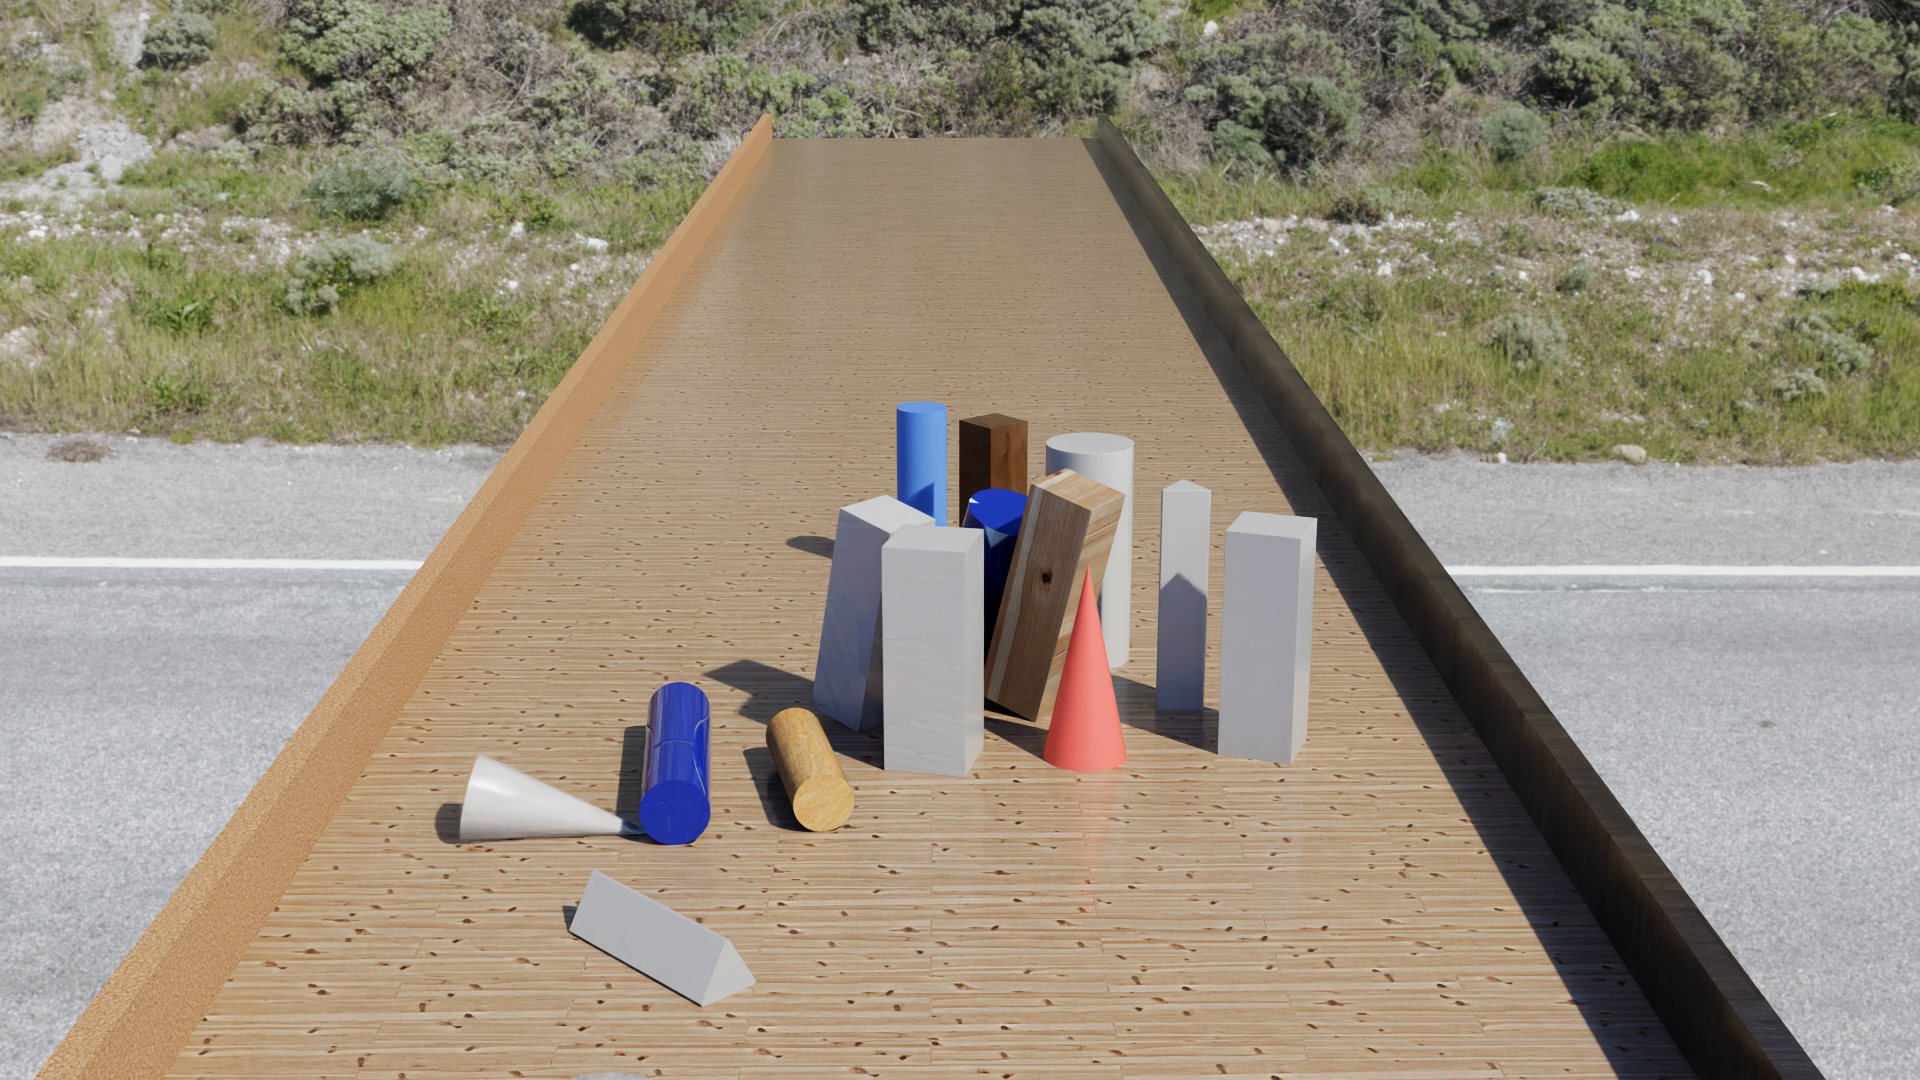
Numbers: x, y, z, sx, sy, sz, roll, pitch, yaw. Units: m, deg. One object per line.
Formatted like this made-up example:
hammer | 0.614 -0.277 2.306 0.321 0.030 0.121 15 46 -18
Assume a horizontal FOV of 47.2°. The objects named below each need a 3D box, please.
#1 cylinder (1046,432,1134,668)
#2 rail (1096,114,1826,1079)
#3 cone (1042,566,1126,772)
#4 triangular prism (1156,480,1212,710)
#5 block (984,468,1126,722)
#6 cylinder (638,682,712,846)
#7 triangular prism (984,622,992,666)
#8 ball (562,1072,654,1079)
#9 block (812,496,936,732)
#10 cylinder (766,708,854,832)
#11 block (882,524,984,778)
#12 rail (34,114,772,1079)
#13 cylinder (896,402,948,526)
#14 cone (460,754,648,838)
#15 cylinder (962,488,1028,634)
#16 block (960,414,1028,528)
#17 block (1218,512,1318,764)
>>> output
cylinder | 0.255 0.022 4.374 0.174 0.443 0.174 0 17 0
rail | 0.932 -0.844 7.801 0.050 0.150 12.000 0 17 -1
cone | 0.223 0.213 3.879 0.150 0.360 0.150 0 17 0
triangular prism | 0.416 0.103 4.130 0.090 0.428 0.078 0 17 1
block | 0.168 0.103 4.077 0.130 0.439 0.130 25 26 25
cylinder | -0.484 0.375 3.765 0.115 0.115 0.455 -2 17 -6
triangular prism | 0.013 0.171 4.094 0.080 0.339 0.093 -40 62 -8
ball | -0.376 0.711 2.322 0.293 0.293 0.293 0 17 0
block | -0.161 0.135 4.033 0.123 0.404 0.123 26 28 34
cylinder | -0.259 0.387 3.745 0.101 0.101 0.311 -4 17 -13
block | -0.046 0.193 3.858 0.146 0.410 0.146 4 17 13
rail | -1.118 -0.838 7.780 0.050 0.150 12.000 0 17 -1
cylinder | -0.084 -0.106 4.900 0.111 0.389 0.111 0 17 0
cone | -0.648 0.449 3.595 0.305 0.141 0.141 12 16 -4
cylinder | 0.052 0.088 4.265 0.158 0.347 0.158 12 33 -8
block | 0.070 -0.049 4.657 0.102 0.418 0.102 -13 21 -38
block | 0.547 0.173 3.914 0.133 0.417 0.133 6 18 20
